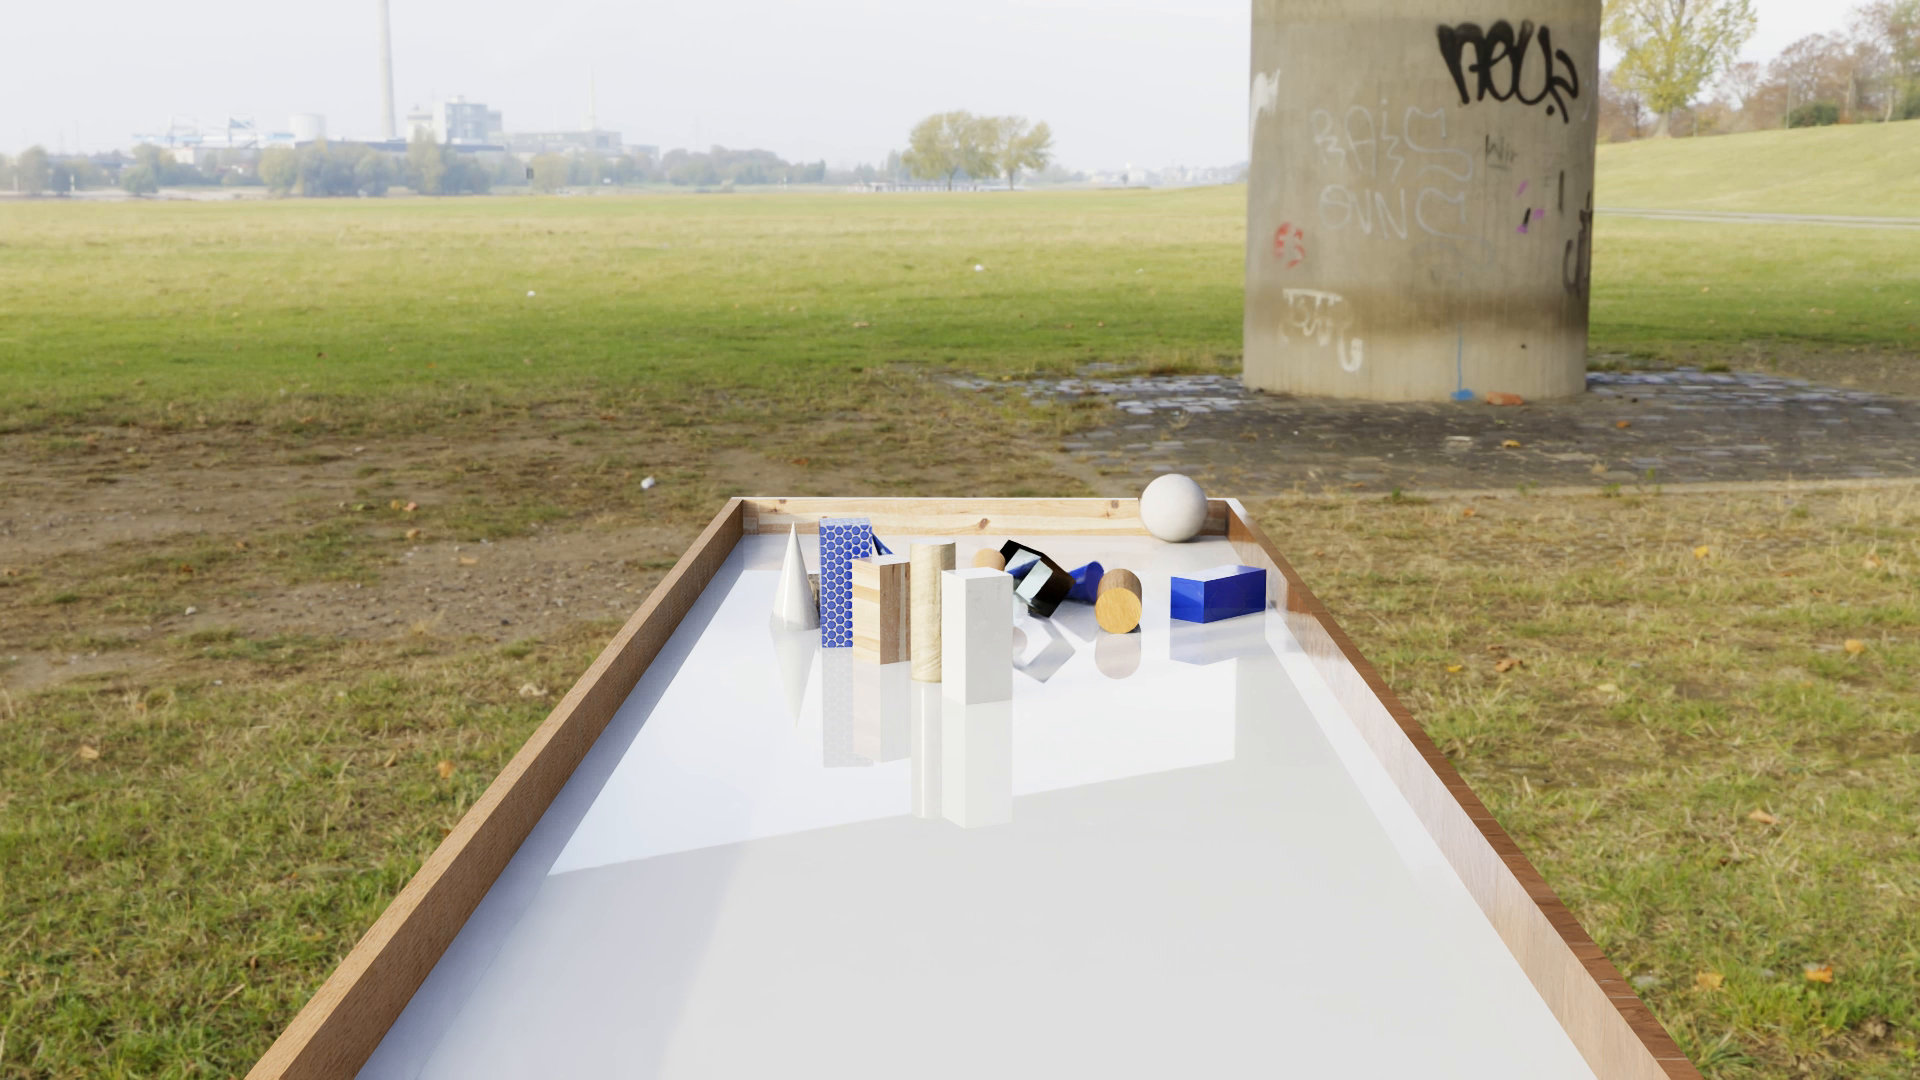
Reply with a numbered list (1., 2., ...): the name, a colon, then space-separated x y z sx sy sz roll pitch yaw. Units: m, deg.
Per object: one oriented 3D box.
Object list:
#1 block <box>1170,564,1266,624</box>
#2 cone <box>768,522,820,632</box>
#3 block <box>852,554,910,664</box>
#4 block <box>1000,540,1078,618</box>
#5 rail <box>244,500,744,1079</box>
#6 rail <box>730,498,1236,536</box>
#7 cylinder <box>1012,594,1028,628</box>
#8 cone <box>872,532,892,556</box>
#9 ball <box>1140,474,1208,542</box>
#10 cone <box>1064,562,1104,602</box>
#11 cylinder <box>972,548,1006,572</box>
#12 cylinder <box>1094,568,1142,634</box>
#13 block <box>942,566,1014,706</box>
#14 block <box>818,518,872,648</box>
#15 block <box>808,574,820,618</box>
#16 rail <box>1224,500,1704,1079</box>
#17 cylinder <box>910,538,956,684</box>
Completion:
1. block: 0.873 0.180 7.420 0.142 0.142 0.339 9 13 44
2. cone: -0.542 0.110 7.194 0.172 0.351 0.172 0 9 0
3. block: -0.225 0.210 6.710 0.147 0.304 0.147 -7 11 -36
4. block: 0.233 0.130 7.479 0.158 0.158 0.319 40 -6 -21
5. rail: -1.004 0.839 3.234 0.050 0.150 12.000 0 9 1
6. rail: 0.099 -0.098 9.147 2.100 0.150 0.050 0 9 1
7. cylinder: 0.103 0.206 7.374 0.106 0.106 0.384 -4 10 -21
8. cone: -0.187 0.124 6.899 0.163 0.163 0.447 -7 52 -38
9. ball: 0.869 -0.130 8.938 0.279 0.279 0.279 0 9 0
10. cone: 0.336 0.168 7.717 0.334 0.146 0.146 -9 3 34
11. cylinder: 0.080 0.171 7.166 0.111 0.111 0.378 1 30 5
12. cylinder: 0.526 0.199 7.272 0.151 0.151 0.372 1 9 5
13. block: 0.048 0.268 6.182 0.149 0.356 0.149 -4 10 -26
14. block: -0.361 0.133 6.936 0.159 0.387 0.159 -1 9 -6
15. block: -0.440 0.201 7.404 0.106 0.106 0.429 -2 9 -12
16. rail: 1.046 0.843 3.208 0.050 0.150 12.000 0 9 1
17. cylinder: -0.078 0.204 6.421 0.133 0.407 0.133 0 9 0
